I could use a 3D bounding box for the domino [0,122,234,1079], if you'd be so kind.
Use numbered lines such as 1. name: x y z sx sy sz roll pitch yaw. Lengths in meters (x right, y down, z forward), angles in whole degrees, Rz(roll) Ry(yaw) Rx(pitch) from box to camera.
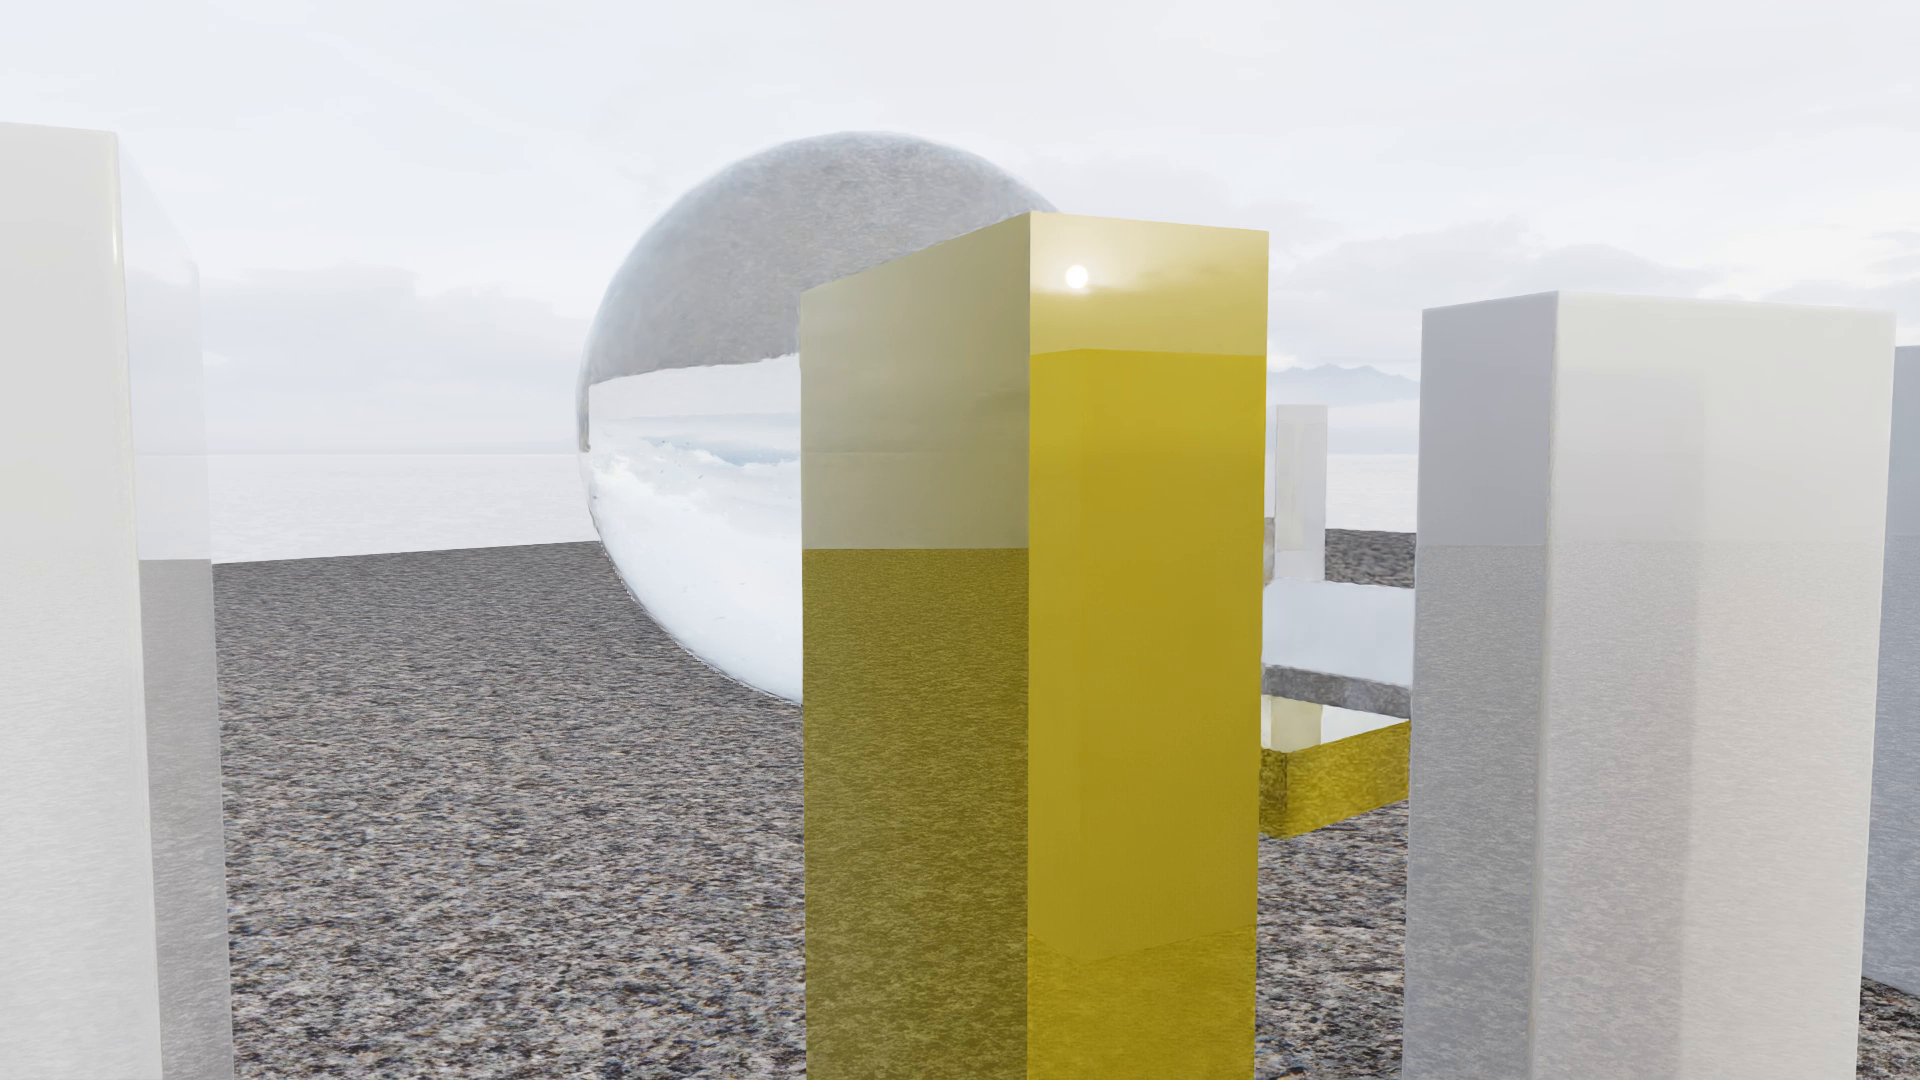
1. domino: -0.030 0.014 0.042 0.010 0.050 0.025 -2 5 -27

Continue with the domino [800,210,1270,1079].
1. domino: 0.001 0.013 0.057 0.010 0.050 0.025 -2 5 -24

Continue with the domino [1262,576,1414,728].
1. domino: 0.065 0.018 0.199 0.025 0.009 0.050 -35 25 -34

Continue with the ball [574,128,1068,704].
1. ball: -0.013 -0.016 0.181 0.080 0.080 0.080 0 4 0

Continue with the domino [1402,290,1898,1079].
1. domino: 0.039 0.012 0.074 0.025 0.050 0.010 -2 5 -21

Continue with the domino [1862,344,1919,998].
1. domino: 0.081 0.011 0.092 0.009 0.050 0.025 -2 5 -24

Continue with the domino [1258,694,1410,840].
1. domino: 0.028 0.025 0.164 0.025 0.009 0.050 -4 6 -41

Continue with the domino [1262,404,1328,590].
1. domino: 0.066 -0.002 0.257 0.009 0.050 0.025 1 4 7

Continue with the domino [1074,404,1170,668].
1. domino: 0.032 -0.002 0.255 0.010 0.050 0.025 -1 4 -15
